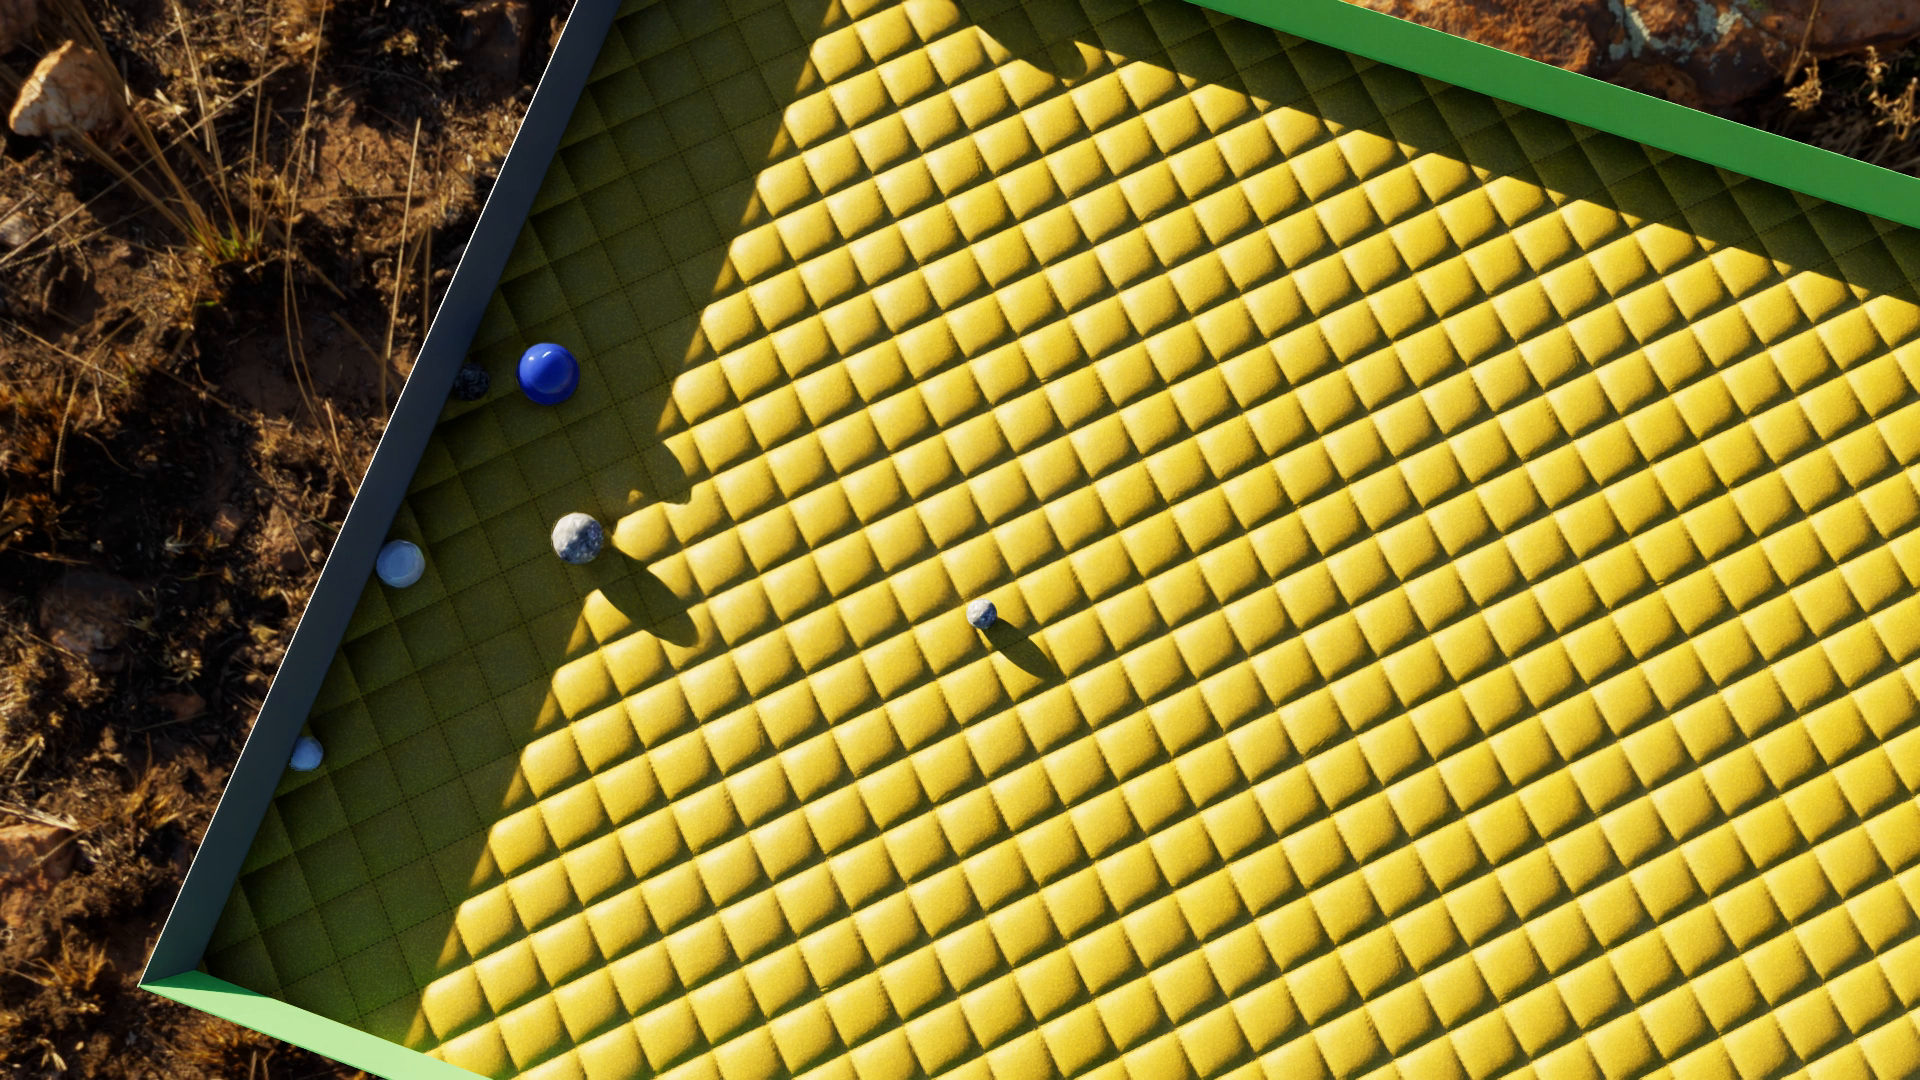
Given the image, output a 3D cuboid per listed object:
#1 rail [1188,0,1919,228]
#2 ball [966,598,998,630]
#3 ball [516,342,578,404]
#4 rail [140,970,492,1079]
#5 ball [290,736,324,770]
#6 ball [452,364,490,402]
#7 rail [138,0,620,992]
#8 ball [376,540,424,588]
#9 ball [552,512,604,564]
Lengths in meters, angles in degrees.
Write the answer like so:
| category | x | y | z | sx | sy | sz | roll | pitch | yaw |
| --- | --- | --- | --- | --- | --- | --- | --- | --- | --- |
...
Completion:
| category | x | y | z | sx | sy | sz | roll | pitch | yaw |
| --- | --- | --- | --- | --- | --- | --- | --- | --- | --- |
| rail | 1.148 | -0.640 | 3.514 | 3.466 | 0.125 | 0.045 | 19 | 75 | 5 |
| ball | 0.033 | 0.112 | 3.342 | 0.047 | 0.047 | 0.047 | 0 | 74 | 0 |
| ball | -0.642 | -0.259 | 3.422 | 0.097 | 0.097 | 0.097 | 0 | 74 | 0 |
| rail | 0.487 | 1.174 | 2.998 | 3.466 | 0.125 | 0.045 | 19 | 75 | 5 |
| ball | -0.976 | 0.318 | 3.282 | 0.051 | 0.051 | 0.051 | 0 | 74 | 0 |
| ball | -0.765 | -0.246 | 3.438 | 0.058 | 0.058 | 0.058 | 0 | 74 | 0 |
| rail | -0.795 | -0.276 | 3.411 | 0.045 | 0.125 | 2.046 | 19 | 75 | 5 |
| ball | -0.853 | 0.036 | 3.350 | 0.073 | 0.073 | 0.073 | 0 | 74 | 0 |
| ball | -0.583 | -0.002 | 3.359 | 0.078 | 0.078 | 0.078 | 0 | 74 | 0 |
